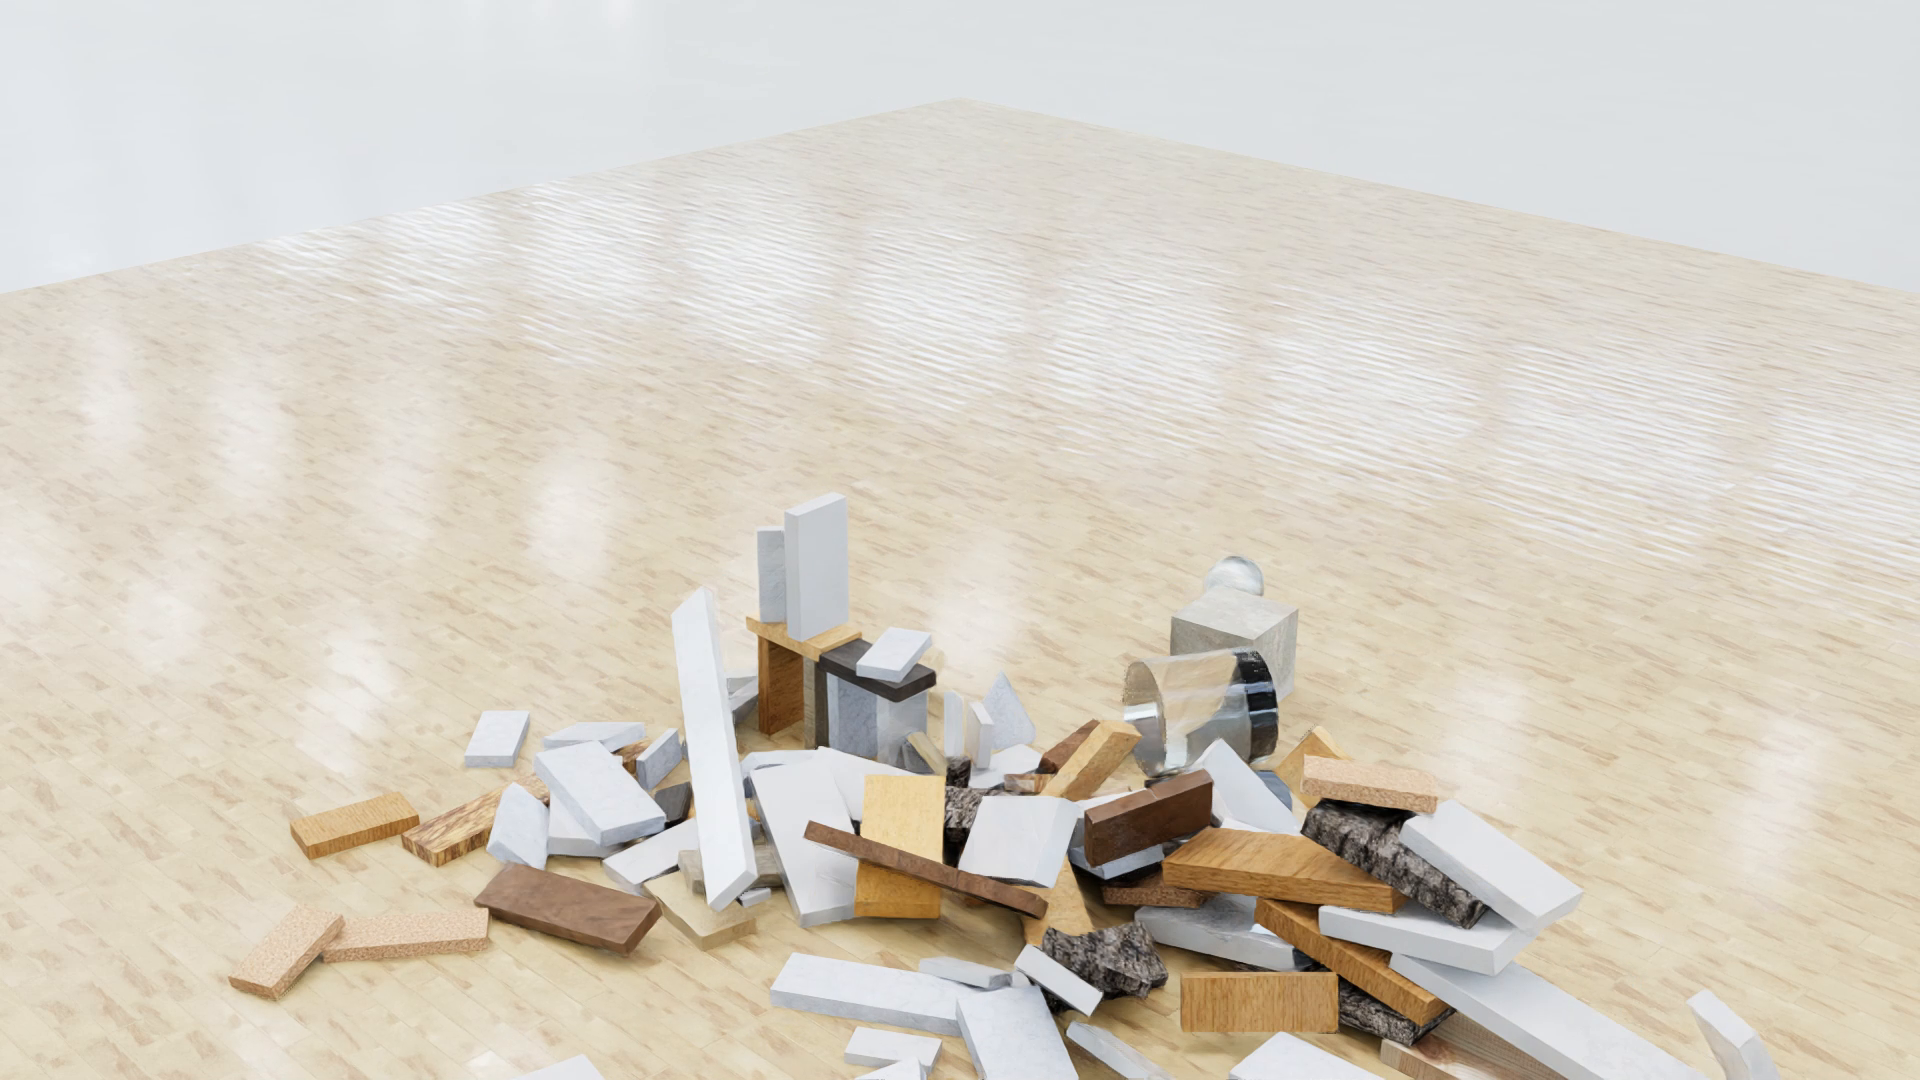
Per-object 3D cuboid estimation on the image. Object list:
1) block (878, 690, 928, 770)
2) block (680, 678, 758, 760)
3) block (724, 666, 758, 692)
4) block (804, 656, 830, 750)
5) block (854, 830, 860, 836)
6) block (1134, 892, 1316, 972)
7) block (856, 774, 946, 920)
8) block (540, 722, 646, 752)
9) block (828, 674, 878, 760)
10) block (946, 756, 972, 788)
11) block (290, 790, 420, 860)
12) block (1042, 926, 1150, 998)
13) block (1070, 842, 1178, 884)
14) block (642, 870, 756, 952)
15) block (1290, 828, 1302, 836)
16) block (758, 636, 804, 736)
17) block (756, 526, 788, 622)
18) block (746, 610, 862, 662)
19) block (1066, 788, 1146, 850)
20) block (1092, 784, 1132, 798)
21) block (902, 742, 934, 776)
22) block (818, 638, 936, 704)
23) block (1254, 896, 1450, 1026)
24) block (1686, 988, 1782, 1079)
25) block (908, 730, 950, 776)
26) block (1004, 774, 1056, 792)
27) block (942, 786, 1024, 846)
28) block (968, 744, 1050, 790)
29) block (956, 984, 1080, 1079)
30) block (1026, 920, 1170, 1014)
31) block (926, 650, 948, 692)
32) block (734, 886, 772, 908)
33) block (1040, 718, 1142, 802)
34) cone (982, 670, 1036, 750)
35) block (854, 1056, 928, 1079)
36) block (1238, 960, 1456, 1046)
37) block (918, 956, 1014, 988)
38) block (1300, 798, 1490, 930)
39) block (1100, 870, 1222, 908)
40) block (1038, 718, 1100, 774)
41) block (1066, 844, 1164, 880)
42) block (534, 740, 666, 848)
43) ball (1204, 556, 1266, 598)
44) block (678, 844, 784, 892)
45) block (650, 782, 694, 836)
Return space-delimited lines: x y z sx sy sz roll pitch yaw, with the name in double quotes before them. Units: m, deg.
"block" -0.118 0.405 4.515 0.032 0.227 0.113 21 31 38
"block" -0.508 0.381 4.721 0.031 0.111 0.221 42 36 10
"block" -0.462 0.307 4.885 0.221 0.031 0.111 -8 7 41
"block" -0.276 0.336 4.667 0.033 0.236 0.118 22 31 39
"block" -0.221 0.585 4.312 0.069 0.020 0.139 5 24 11
"block" 0.510 0.690 3.970 0.356 0.050 0.178 4 20 45
"block" -0.110 0.575 4.148 0.155 0.044 0.310 2 42 1
"block" -0.774 0.417 4.644 0.221 0.031 0.111 -4 13 45
"block" -0.223 0.363 4.615 0.113 0.227 0.032 -21 30 -41
"block" -0.006 0.497 4.445 0.016 0.112 0.056 25 33 34
"block" -1.205 0.568 4.382 0.226 0.032 0.113 -14 27 -30
"block" 0.235 0.730 3.807 0.187 0.027 0.094 22 9 -3
"block" 0.289 0.604 4.194 0.123 0.035 0.246 -17 10 -35
"block" -0.487 0.686 4.103 0.113 0.032 0.226 -16 28 -33
"block" 0.719 0.629 4.160 0.224 0.032 0.112 20 38 17
"block" -0.383 0.294 4.765 0.033 0.236 0.118 20 30 36
"block" -0.374 0.073 4.635 0.101 0.202 0.029 -1 17 -1
"block" -0.332 0.191 4.661 0.236 0.033 0.118 21 31 40
"block" 0.301 0.510 4.062 0.240 0.120 0.034 -12 56 8
"block" 0.242 0.546 4.339 0.202 0.029 0.101 -19 19 14
"block" -0.084 0.467 4.516 0.056 0.112 0.016 -19 14 -38
"block" -0.170 0.266 4.511 0.227 0.032 0.113 20 30 40
"block" 0.701 0.686 3.775 0.178 0.050 0.356 -21 38 -41
"block" 1.241 0.839 3.444 0.039 0.274 0.137 -35 25 -3
"block" -0.057 0.438 4.469 0.113 0.016 0.056 49 16 12
"block" 0.176 0.487 4.414 0.120 0.034 0.240 2 -6 -13
"block" -0.025 0.541 4.327 0.282 0.040 0.141 1 26 25
"block" 0.086 0.485 4.580 0.202 0.029 0.101 -18 29 -37
"block" 0.100 0.857 3.635 0.146 0.041 0.292 -5 31 -14
"block" 0.237 0.754 3.877 0.237 0.034 0.118 -10 52 -21
"block" -0.088 0.325 4.860 0.027 0.094 0.187 41 32 -5
"block" -0.420 0.657 4.189 0.063 0.018 0.125 -17 28 -34
"block" 0.238 0.450 4.229 0.034 0.239 0.120 46 15 29
"cone" 0.089 0.347 4.744 0.156 0.156 0.156 0 23 0
"block" -0.116 0.938 3.432 0.151 0.043 0.302 -21 24 2
"block" 0.680 0.768 3.824 0.356 0.050 0.178 11 24 43
"block" 0.010 0.761 3.875 0.150 0.021 0.075 6 -1 36
"block" 0.754 0.524 3.703 0.322 0.046 0.161 29 33 26
"block" 0.389 0.637 4.077 0.123 0.035 0.246 -23 8 -39
"block" 0.264 0.451 4.623 0.101 0.029 0.202 33 36 22
"block" 0.273 0.578 4.135 0.123 0.035 0.246 -16 9 -19
"block" -0.718 0.501 4.373 0.142 0.040 0.284 -10 33 -36
"ball" 0.664 0.112 5.309 0.146 0.146 0.146 0 23 0
"block" -0.426 0.623 4.179 0.200 0.028 0.100 -1 26 -24
"block" -0.583 0.541 4.430 0.074 0.021 0.149 -17 22 7
